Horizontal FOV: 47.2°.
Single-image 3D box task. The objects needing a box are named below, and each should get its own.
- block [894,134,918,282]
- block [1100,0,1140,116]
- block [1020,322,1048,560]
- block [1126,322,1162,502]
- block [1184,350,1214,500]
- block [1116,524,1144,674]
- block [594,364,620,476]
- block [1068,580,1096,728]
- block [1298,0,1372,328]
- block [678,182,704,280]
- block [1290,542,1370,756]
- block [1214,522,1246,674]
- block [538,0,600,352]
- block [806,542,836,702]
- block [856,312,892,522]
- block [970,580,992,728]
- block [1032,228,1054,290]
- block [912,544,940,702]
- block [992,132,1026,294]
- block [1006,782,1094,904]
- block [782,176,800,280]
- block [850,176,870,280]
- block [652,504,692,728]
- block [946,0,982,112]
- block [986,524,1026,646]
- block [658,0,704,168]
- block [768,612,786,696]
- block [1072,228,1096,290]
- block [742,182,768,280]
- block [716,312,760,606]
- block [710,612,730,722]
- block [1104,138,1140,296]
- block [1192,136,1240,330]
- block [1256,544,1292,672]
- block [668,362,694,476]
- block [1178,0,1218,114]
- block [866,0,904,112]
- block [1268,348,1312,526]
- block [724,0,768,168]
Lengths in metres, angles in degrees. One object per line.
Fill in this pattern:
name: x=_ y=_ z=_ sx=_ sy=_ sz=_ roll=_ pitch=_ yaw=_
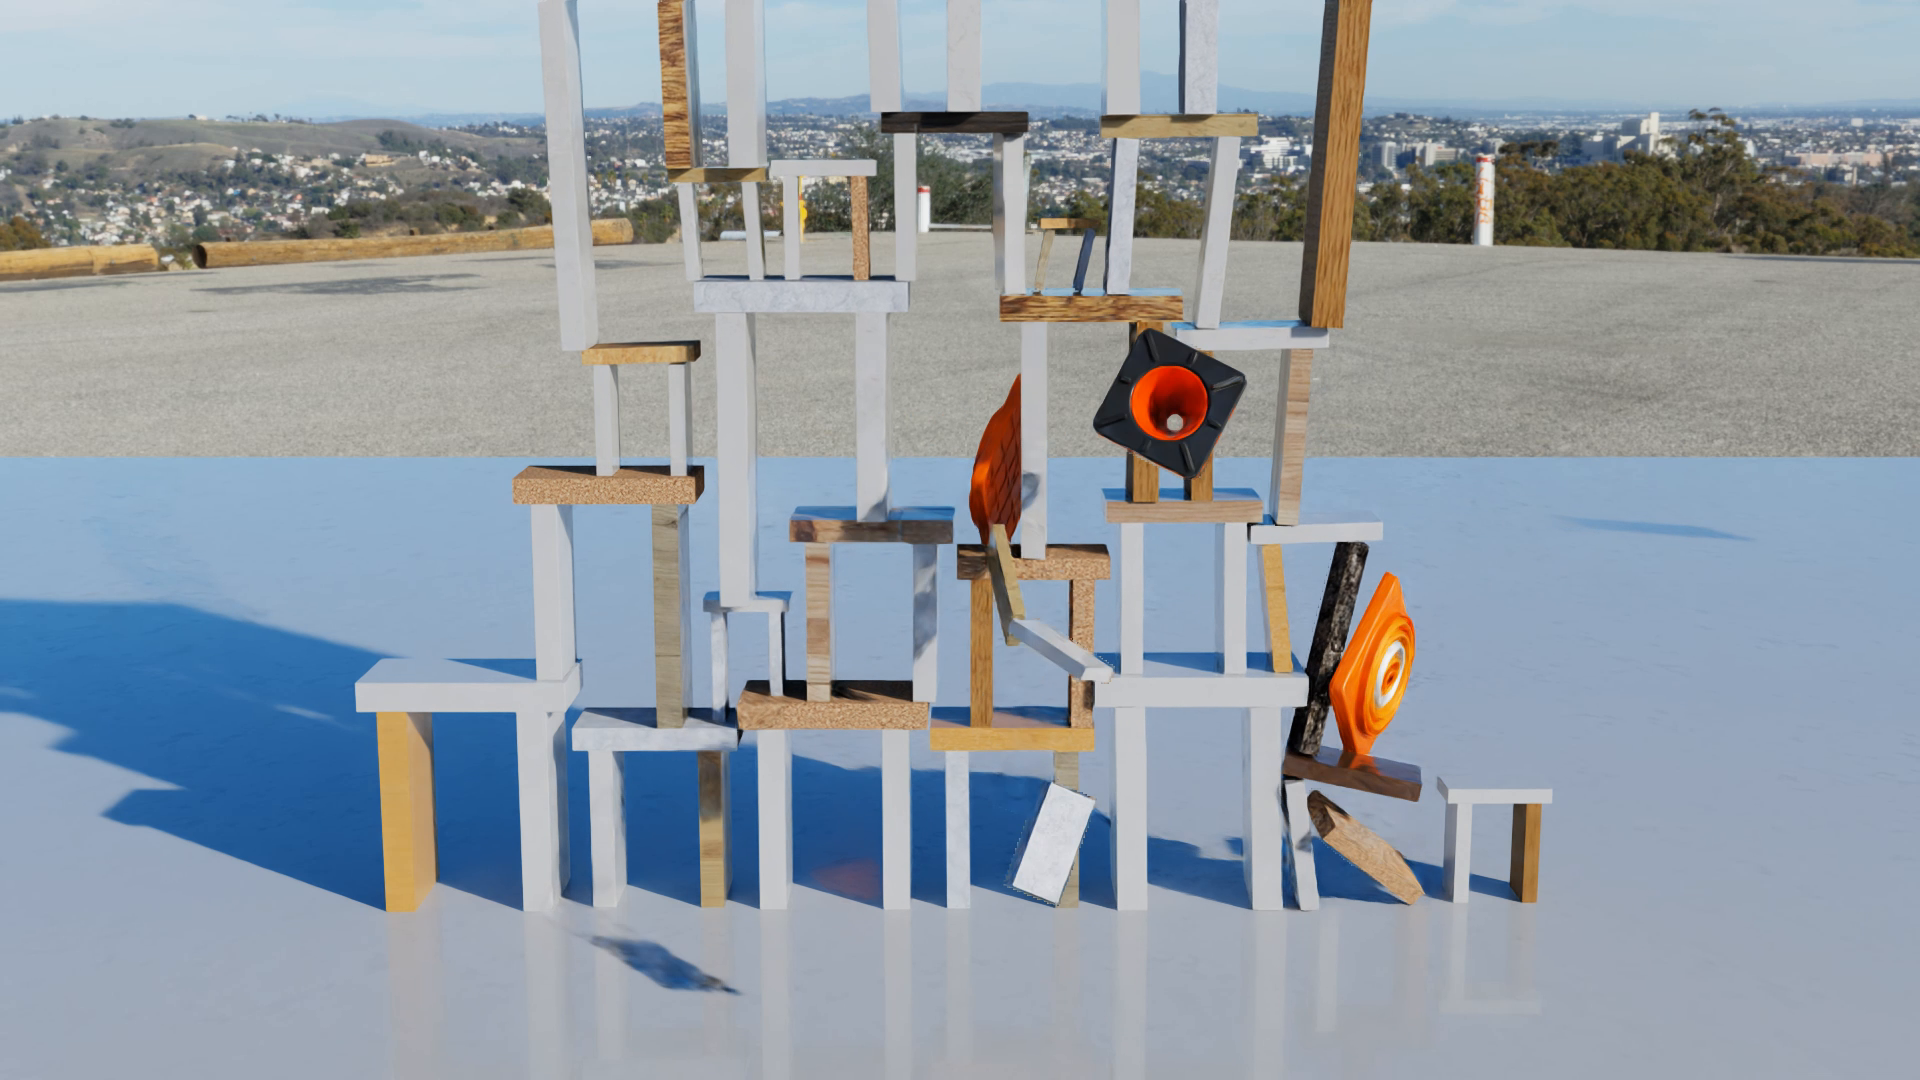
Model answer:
block: x=-0.085 y=-0.523 z=3.449 sx=0.032 sy=0.226 sz=0.113 roll=0 pitch=11 yaw=0
block: x=0.247 y=-0.843 z=3.400 sx=0.051 sy=0.364 sz=0.179 roll=-1 pitch=11 yaw=1
block: x=0.118 y=-0.168 z=3.525 sx=0.040 sy=0.376 sz=0.143 roll=0 pitch=11 yaw=2
block: x=0.294 y=-0.214 z=3.521 sx=0.040 sy=0.285 sz=0.143 roll=0 pitch=11 yaw=0
block: x=0.382 y=-0.190 z=3.523 sx=0.034 sy=0.238 sz=0.119 roll=-1 pitch=11 yaw=0
block: x=0.275 y=0.083 z=3.576 sx=0.035 sy=0.247 sz=0.124 roll=-1 pitch=11 yaw=0
block: x=-0.566 y=-0.197 z=3.528 sx=0.025 sy=0.177 sz=0.089 roll=0 pitch=11 yaw=0
block: x=0.197 y=0.172 z=3.585 sx=0.035 sy=0.244 sz=0.122 roll=0 pitch=11 yaw=0
block: x=0.590 y=-0.673 z=3.424 sx=0.048 sy=0.670 sz=0.171 roll=3 pitch=11 yaw=1
block: x=-0.424 y=-0.487 z=3.460 sx=0.021 sy=0.151 sz=0.076 roll=-4 pitch=11 yaw=-2
block: x=0.598 y=0.169 z=3.570 sx=0.030 sy=0.349 sz=0.105 roll=12 pitch=7 yaw=-3
block: x=0.439 y=0.082 z=3.576 sx=0.035 sy=0.248 sz=0.124 roll=-1 pitch=11 yaw=0
block: x=-0.614 y=-0.576 z=3.456 sx=0.038 sy=0.546 sz=0.133 roll=-2 pitch=11 yaw=0
block: x=-0.226 y=0.120 z=3.582 sx=0.037 sy=0.260 sz=0.130 roll=0 pitch=11 yaw=1
block: x=-0.137 y=-0.205 z=3.515 sx=0.047 sy=0.330 sz=0.165 roll=0 pitch=11 yaw=1
block: x=0.035 y=0.171 z=3.589 sx=0.035 sy=0.244 sz=0.122 roll=0 pitch=11 yaw=1
block: x=0.133 y=-0.445 z=3.493 sx=0.014 sy=0.096 sz=0.048 roll=11 pitch=6 yaw=-3
block: x=-0.054 y=0.121 z=3.578 sx=0.037 sy=0.260 sz=0.130 roll=1 pitch=11 yaw=2
block: x=0.077 y=-0.518 z=3.477 sx=0.032 sy=0.249 sz=0.113 roll=-3 pitch=11 yaw=-7
block: x=0.117 y=0.390 z=2.838 sx=0.070 sy=0.140 sz=0.020 roll=25 pitch=-10 yaw=-24
block: x=-0.265 y=-0.492 z=3.459 sx=0.023 sy=0.161 sz=0.081 roll=-1 pitch=11 yaw=-3
block: x=-0.156 y=-0.492 z=3.459 sx=0.023 sy=0.161 sz=0.081 roll=-1 pitch=11 yaw=0
block: x=-0.468 y=0.111 z=3.583 sx=0.041 sy=0.367 sz=0.144 roll=0 pitch=11 yaw=0
block: x=0.004 y=-0.842 z=3.391 sx=0.051 sy=0.357 sz=0.179 roll=0 pitch=11 yaw=-1
block: x=0.070 y=0.068 z=3.397 sx=0.020 sy=0.070 sz=0.202 roll=-1 pitch=43 yaw=-11
block: x=-0.435 y=-0.714 z=3.424 sx=0.038 sy=0.265 sz=0.133 roll=-1 pitch=11 yaw=3
block: x=-0.299 y=0.179 z=3.597 sx=0.020 sy=0.140 sz=0.070 roll=-1 pitch=11 yaw=1
block: x=0.196 y=-0.445 z=3.491 sx=0.014 sy=0.096 sz=0.048 roll=13 pitch=5 yaw=-2
block: x=-0.323 y=-0.488 z=3.461 sx=0.021 sy=0.151 sz=0.076 roll=-3 pitch=11 yaw=1
block: x=-0.357 y=-0.138 z=3.531 sx=0.047 sy=0.467 sz=0.165 roll=0 pitch=11 yaw=0
block: x=-0.392 y=0.201 z=3.599 sx=0.020 sy=0.185 sz=0.070 roll=0 pitch=11 yaw=0
block: x=0.253 y=-0.511 z=3.458 sx=0.034 sy=0.239 sz=0.120 roll=3 pitch=11 yaw=0
block: x=0.403 y=-0.485 z=3.462 sx=0.034 sy=0.294 sz=0.120 roll=6 pitch=11 yaw=1
block: x=0.510 y=0.100 z=3.576 sx=0.030 sy=0.211 sz=0.105 roll=-6 pitch=11 yaw=2
block: x=-0.448 y=-0.197 z=3.528 sx=0.025 sy=0.177 sz=0.089 roll=0 pitch=11 yaw=0
block: x=0.369 y=-0.833 z=3.401 sx=0.048 sy=0.342 sz=0.171 roll=0 pitch=11 yaw=2
block: x=-0.118 y=-0.823 z=3.402 sx=0.045 sy=0.315 sz=0.158 roll=-2 pitch=11 yaw=2
block: x=0.529 y=-0.172 z=3.524 sx=0.034 sy=0.280 sz=0.119 roll=3 pitch=11 yaw=1
block: x=-0.333 y=-0.781 z=3.411 sx=0.045 sy=0.400 sz=0.158 roll=0 pitch=11 yaw=1
